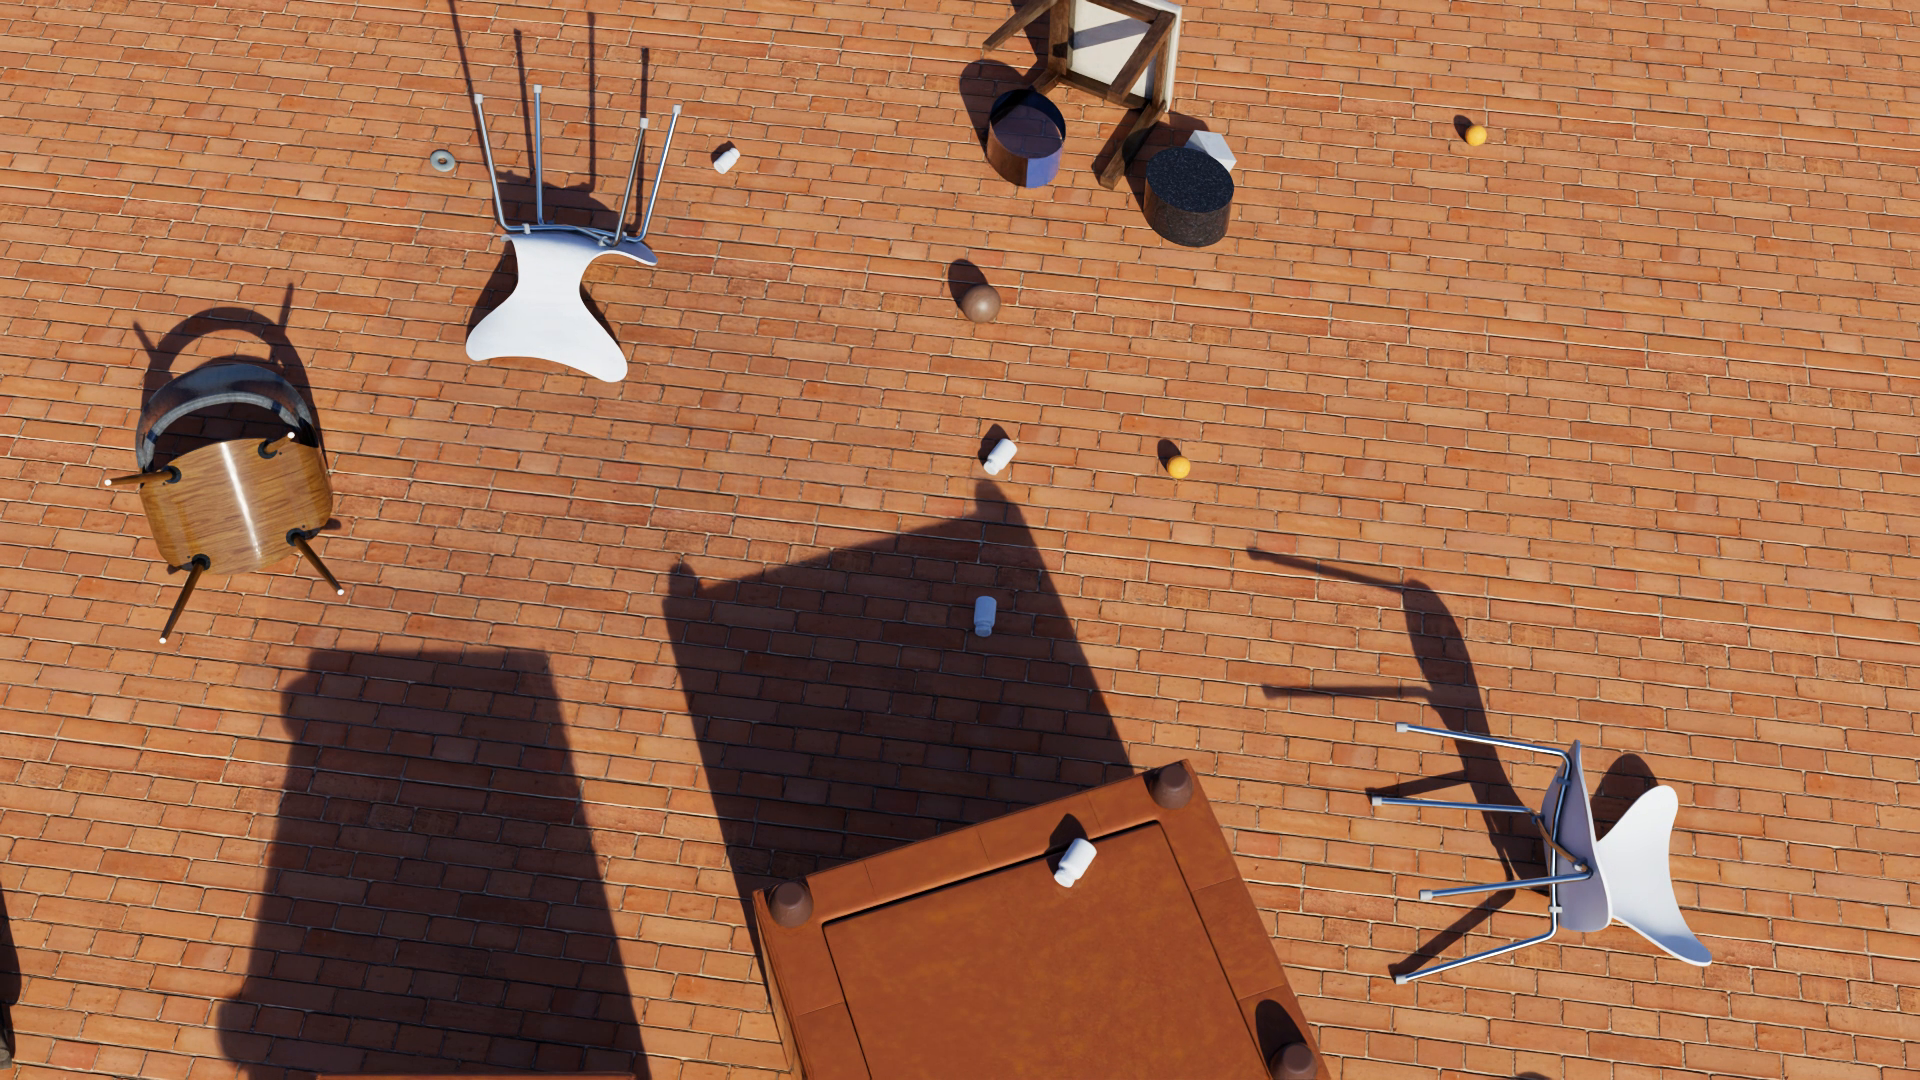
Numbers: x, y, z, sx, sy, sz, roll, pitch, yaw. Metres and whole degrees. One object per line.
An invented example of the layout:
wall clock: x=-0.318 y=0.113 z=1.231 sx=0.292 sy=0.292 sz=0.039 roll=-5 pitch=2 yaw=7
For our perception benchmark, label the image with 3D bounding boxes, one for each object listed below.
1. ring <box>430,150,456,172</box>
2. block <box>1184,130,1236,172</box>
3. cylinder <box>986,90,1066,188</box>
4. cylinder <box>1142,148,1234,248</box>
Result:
ring: x=-1.746 y=-1.280 z=7.423 sx=0.078 sy=0.016 sz=0.103 roll=-32 pitch=61 yaw=-19
block: x=0.836 y=-1.290 z=7.364 sx=0.111 sy=0.084 sz=0.135 roll=0 pitch=51 yaw=-33
cylinder: x=0.220 y=-1.343 z=7.358 sx=0.244 sy=0.159 sz=0.294 roll=-18 pitch=65 yaw=-13
cylinder: x=0.748 y=-1.126 z=7.228 sx=0.257 sy=0.168 sz=0.313 roll=-38 pitch=64 yaw=-22
